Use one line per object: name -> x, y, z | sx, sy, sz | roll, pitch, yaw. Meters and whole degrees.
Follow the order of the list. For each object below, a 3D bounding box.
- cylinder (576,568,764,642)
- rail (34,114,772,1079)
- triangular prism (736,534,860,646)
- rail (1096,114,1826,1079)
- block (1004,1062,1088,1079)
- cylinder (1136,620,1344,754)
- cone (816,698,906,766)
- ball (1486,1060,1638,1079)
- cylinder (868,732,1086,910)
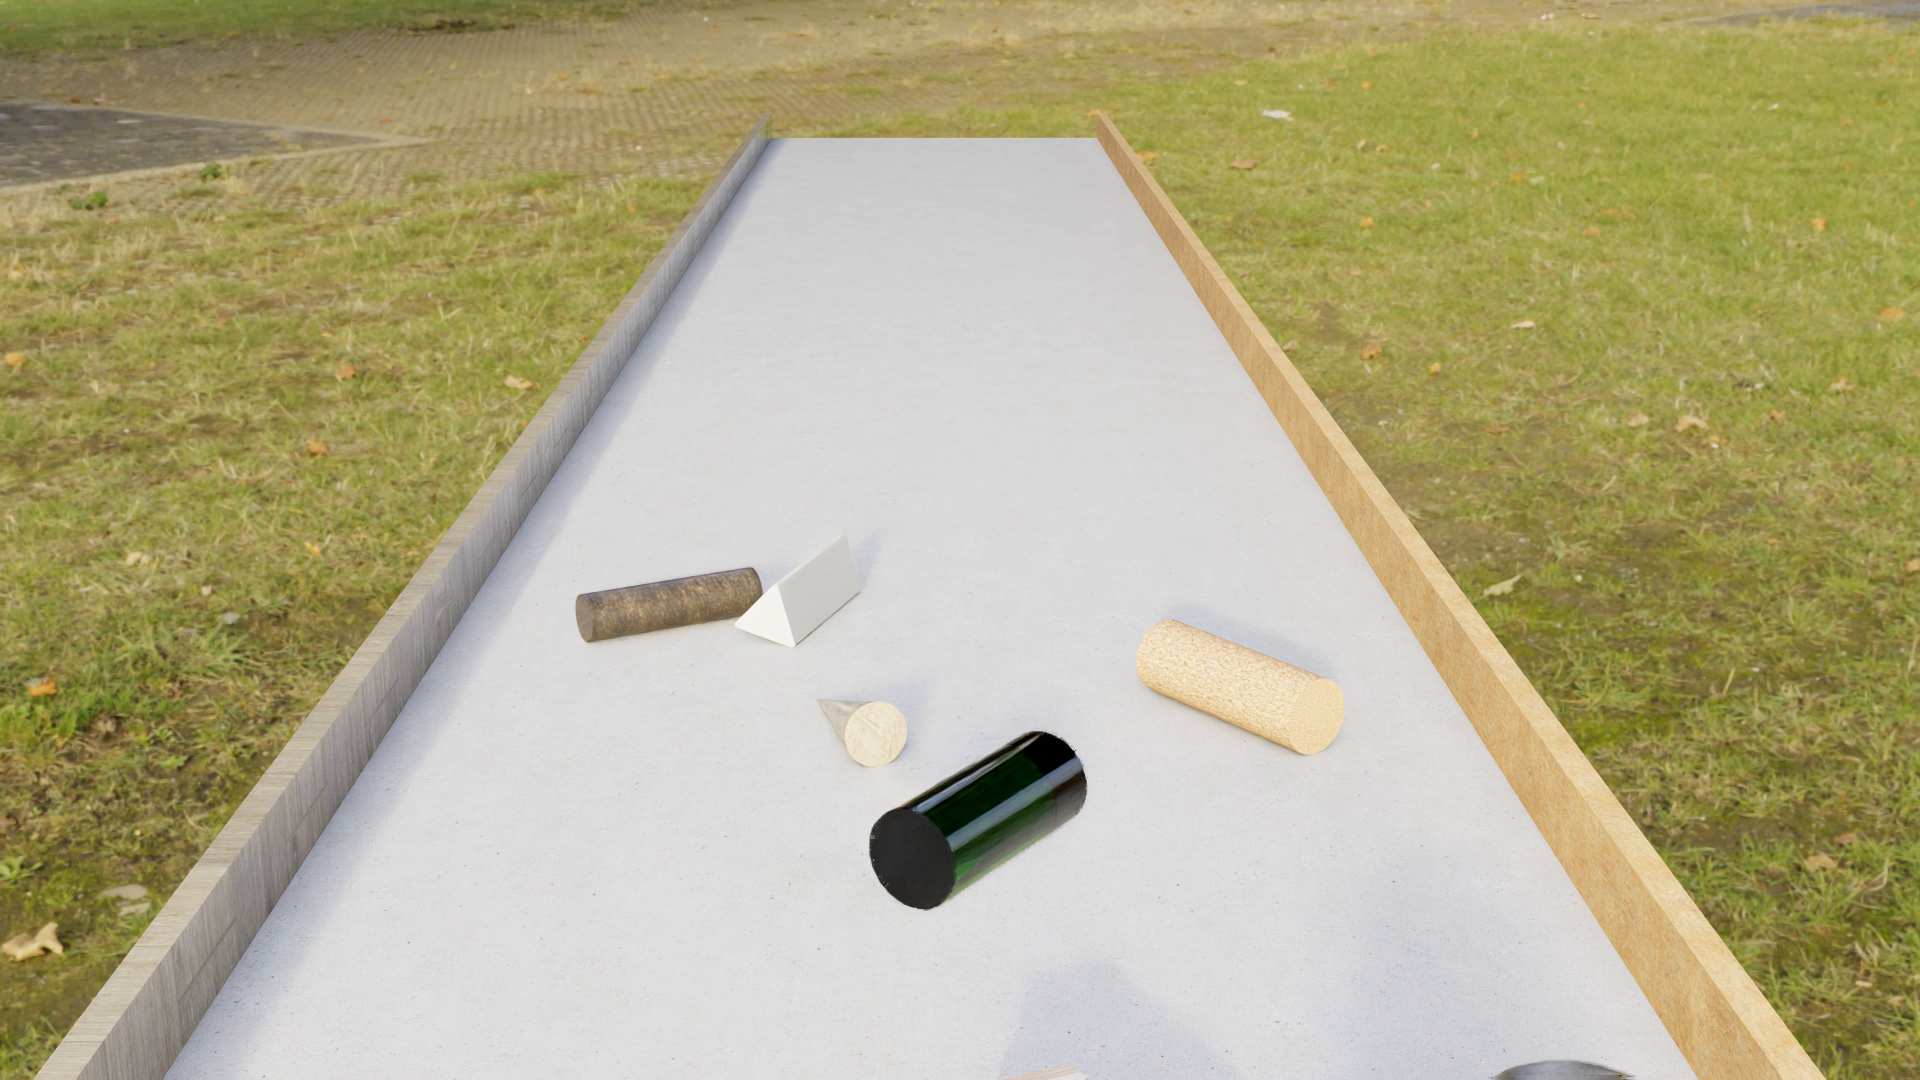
cylinder -> -0.606, 0.134, 4.601 | 0.381, 0.100, 0.100 | -9, 19, -28
rail -> -1.118, -0.838, 7.780 | 0.050, 0.150, 12.000 | 0, 17, -1
triangular prism -> -0.327, 0.091, 4.657 | 0.134, 0.116, 0.390 | 19, 21, 13
rail -> 0.932, -0.844, 7.801 | 0.050, 0.150, 12.000 | 0, 17, -1
block -> 0.169, 0.759, 2.439 | 0.135, 0.135, 0.450 | -8, 18, -25
cylinder -> 0.515, 0.268, 4.078 | 0.142, 0.142, 0.409 | -12, 20, -35
cone -> -0.212, 0.323, 4.040 | 0.116, 0.116, 0.356 | -6, 8, -21
ball -> 0.627, 0.707, 2.259 | 0.336, 0.336, 0.336 | 0, 17, 0
cylinder -> 0.034, 0.437, 3.474 | 0.161, 0.161, 0.381 | 11, 20, 32
